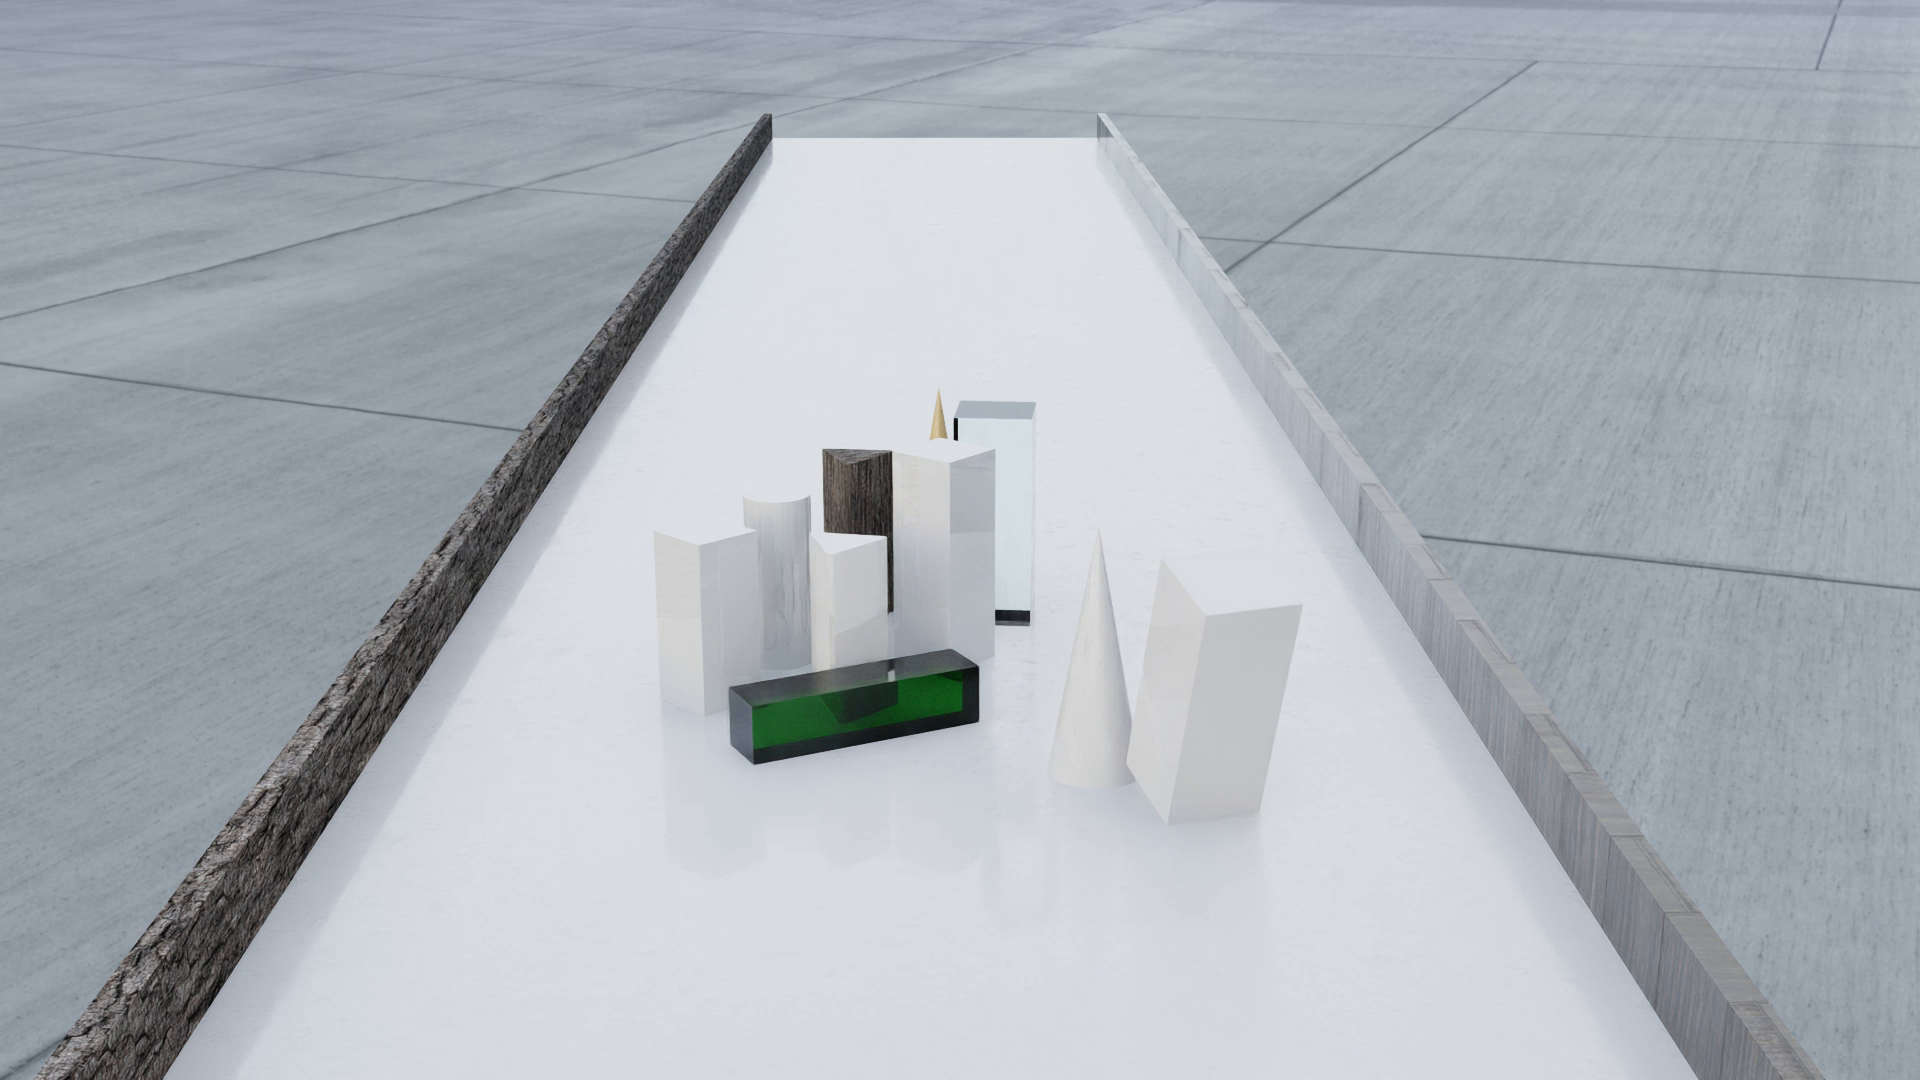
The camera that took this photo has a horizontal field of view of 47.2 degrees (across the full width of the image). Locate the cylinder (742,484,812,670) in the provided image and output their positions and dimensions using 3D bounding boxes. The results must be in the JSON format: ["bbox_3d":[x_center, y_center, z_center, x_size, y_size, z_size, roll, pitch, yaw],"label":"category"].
[{"bbox_3d":[-0.361,0.074,4.373,0.134,0.345,0.134,0,17,0],"label":"cylinder"}]

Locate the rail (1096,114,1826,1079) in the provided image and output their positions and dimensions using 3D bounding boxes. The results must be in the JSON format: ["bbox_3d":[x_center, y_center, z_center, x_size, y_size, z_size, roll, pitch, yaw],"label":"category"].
[{"bbox_3d":[0.932,-0.844,7.801,0.050,0.150,12.000,0,17,-1],"label":"rail"}]

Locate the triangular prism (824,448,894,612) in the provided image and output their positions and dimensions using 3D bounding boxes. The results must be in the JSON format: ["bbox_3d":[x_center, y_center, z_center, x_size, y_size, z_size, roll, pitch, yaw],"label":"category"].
[{"bbox_3d":[-0.237,-0.012,4.648,0.127,0.354,0.147,12,20,34],"label":"triangular prism"}]

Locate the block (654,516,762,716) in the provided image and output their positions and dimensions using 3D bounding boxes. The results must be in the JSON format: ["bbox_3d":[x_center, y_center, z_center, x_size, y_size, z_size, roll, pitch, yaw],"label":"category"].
[{"bbox_3d":[-0.476,0.143,4.158,0.137,0.335,0.137,-16,23,-42],"label":"block"}]

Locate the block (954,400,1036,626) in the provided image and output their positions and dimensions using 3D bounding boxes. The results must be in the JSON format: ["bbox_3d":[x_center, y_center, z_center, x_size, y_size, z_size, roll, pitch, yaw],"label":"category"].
[{"bbox_3d":[0.074,-0.057,4.636,0.162,0.446,0.162,1,17,5],"label":"block"}]

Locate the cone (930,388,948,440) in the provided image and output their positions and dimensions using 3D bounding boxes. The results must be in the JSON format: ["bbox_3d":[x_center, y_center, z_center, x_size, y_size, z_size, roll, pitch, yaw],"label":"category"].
[{"bbox_3d":[-0.047,-0.122,4.855,0.152,0.446,0.152,0,17,0],"label":"cone"}]

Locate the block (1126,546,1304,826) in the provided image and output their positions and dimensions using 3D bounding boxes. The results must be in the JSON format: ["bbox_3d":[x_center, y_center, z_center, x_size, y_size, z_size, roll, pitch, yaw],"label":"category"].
[{"bbox_3d":[0.414,0.242,3.624,0.172,0.419,0.172,-6,34,-19],"label":"block"}]

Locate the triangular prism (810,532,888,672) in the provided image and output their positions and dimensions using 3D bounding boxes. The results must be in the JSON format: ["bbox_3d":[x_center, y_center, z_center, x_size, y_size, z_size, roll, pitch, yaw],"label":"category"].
[{"bbox_3d":[-0.235,0.150,4.163,0.129,0.318,0.149,14,22,40],"label":"triangular prism"}]

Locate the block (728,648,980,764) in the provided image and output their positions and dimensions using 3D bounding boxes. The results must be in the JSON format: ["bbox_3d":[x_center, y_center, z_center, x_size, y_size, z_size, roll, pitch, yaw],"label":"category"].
[{"bbox_3d":[-0.190,0.301,4.019,0.452,0.111,0.111,-8,19,-26],"label":"block"}]

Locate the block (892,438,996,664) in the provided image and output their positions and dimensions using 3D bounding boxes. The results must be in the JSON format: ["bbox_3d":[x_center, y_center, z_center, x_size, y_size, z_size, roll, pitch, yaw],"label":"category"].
[{"bbox_3d":[-0.031,0.030,4.367,0.143,0.432,0.143,13,21,37],"label":"block"}]

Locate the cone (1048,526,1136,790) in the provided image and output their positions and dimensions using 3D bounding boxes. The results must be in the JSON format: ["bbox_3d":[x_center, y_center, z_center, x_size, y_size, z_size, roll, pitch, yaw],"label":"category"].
[{"bbox_3d":[0.236,0.189,3.799,0.166,0.451,0.166,0,17,0],"label":"cone"}]

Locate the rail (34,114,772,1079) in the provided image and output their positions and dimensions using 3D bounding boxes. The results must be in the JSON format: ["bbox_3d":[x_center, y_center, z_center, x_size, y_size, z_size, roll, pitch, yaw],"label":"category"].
[{"bbox_3d":[-1.118,-0.838,7.780,0.050,0.150,12.000,0,17,-1],"label":"rail"}]
